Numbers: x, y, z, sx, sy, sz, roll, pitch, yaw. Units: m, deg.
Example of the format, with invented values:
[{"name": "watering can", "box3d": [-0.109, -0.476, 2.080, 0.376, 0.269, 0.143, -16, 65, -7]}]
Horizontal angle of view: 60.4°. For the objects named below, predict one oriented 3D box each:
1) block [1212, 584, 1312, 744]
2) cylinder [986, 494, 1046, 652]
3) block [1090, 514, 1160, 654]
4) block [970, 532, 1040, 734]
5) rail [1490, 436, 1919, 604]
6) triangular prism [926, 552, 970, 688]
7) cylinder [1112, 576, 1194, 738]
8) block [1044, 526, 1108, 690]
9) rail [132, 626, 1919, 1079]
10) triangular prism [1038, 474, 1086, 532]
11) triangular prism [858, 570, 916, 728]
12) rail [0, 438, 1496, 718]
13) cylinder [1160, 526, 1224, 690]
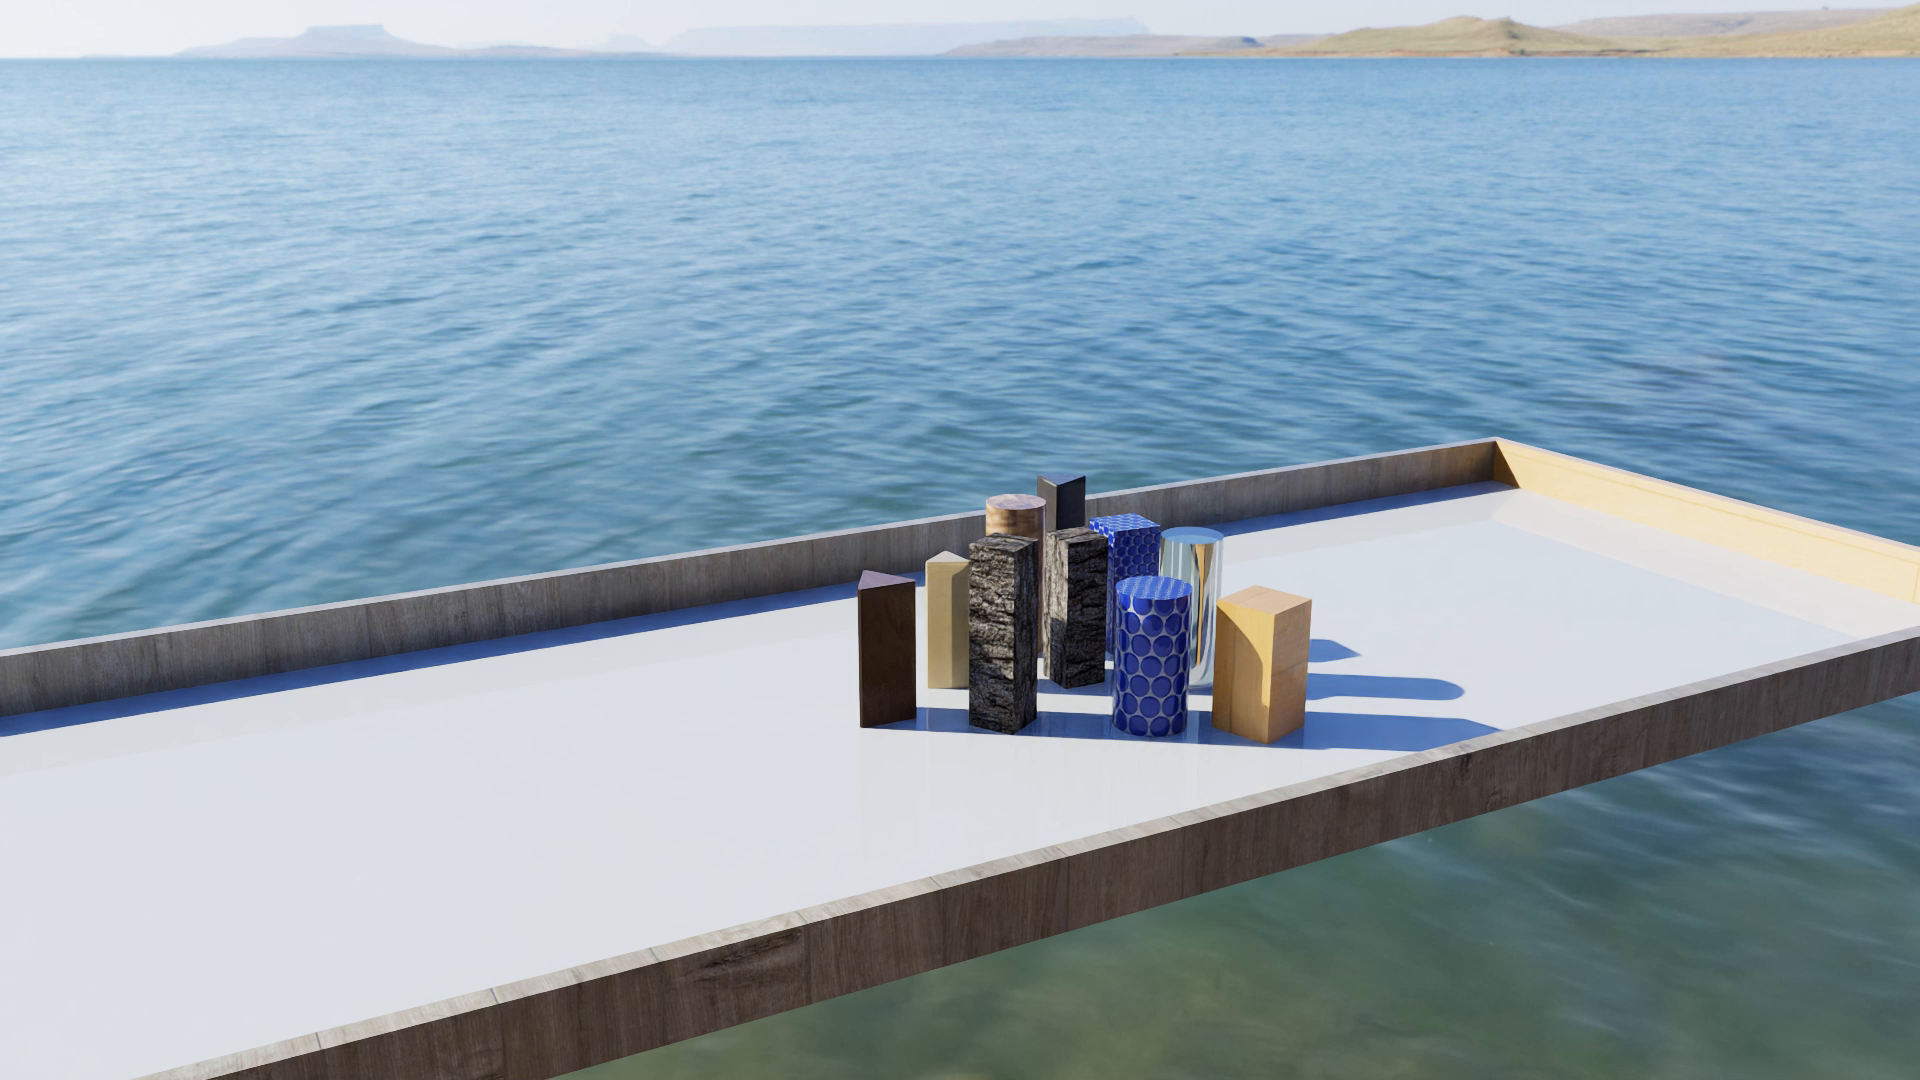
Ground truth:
[{"name": "block", "box3d": [0.698, 0.286, 3.825, 0.155, 0.313, 0.155, 15, 22, 42]}, {"name": "cylinder", "box3d": [0.145, 0.092, 4.331, 0.156, 0.400, 0.156, 0, 16, 0]}, {"name": "block", "box3d": [0.433, 0.114, 4.373, 0.135, 0.335, 0.135, -7, 18, -23]}, {"name": "block", "box3d": [0.102, 0.217, 3.832, 0.117, 0.443, 0.117, 10, 19, 30]}, {"name": "rail", "box3d": [2.466, -0.048, 5.253, 0.050, 0.150, 2.100, -9, 18, -27]}, {"name": "triangular prism", "box3d": [-0.033, 0.197, 4.103, 0.105, 0.328, 0.091, -1, 16, -4]}, {"name": "cylinder", "box3d": [0.447, 0.270, 3.844, 0.178, 0.334, 0.178, 0, 16, 0]}, {"name": "block", "box3d": [0.287, 0.168, 4.113, 0.113, 0.377, 0.113, -8, 18, -25]}, {"name": "rail", "box3d": [-2.336, 1.006, 1.665, 12.000, 0.150, 0.050, -9, 18, -27]}, {"name": "triangular prism", "box3d": [0.263, 0.012, 4.622, 0.115, 0.390, 0.133, 12, 20, 36]}, {"name": "triangular prism", "box3d": [-0.196, 0.251, 3.895, 0.145, 0.341, 0.126, -8, 18, -26]}, {"name": "rail", "box3d": [-3.305, 0.497, 3.399, 12.000, 0.150, 0.050, -9, 18, -27]}, {"name": "cylinder", "box3d": [0.572, 0.169, 4.114, 0.154, 0.376, 0.154, 0, 16, 0]}]
